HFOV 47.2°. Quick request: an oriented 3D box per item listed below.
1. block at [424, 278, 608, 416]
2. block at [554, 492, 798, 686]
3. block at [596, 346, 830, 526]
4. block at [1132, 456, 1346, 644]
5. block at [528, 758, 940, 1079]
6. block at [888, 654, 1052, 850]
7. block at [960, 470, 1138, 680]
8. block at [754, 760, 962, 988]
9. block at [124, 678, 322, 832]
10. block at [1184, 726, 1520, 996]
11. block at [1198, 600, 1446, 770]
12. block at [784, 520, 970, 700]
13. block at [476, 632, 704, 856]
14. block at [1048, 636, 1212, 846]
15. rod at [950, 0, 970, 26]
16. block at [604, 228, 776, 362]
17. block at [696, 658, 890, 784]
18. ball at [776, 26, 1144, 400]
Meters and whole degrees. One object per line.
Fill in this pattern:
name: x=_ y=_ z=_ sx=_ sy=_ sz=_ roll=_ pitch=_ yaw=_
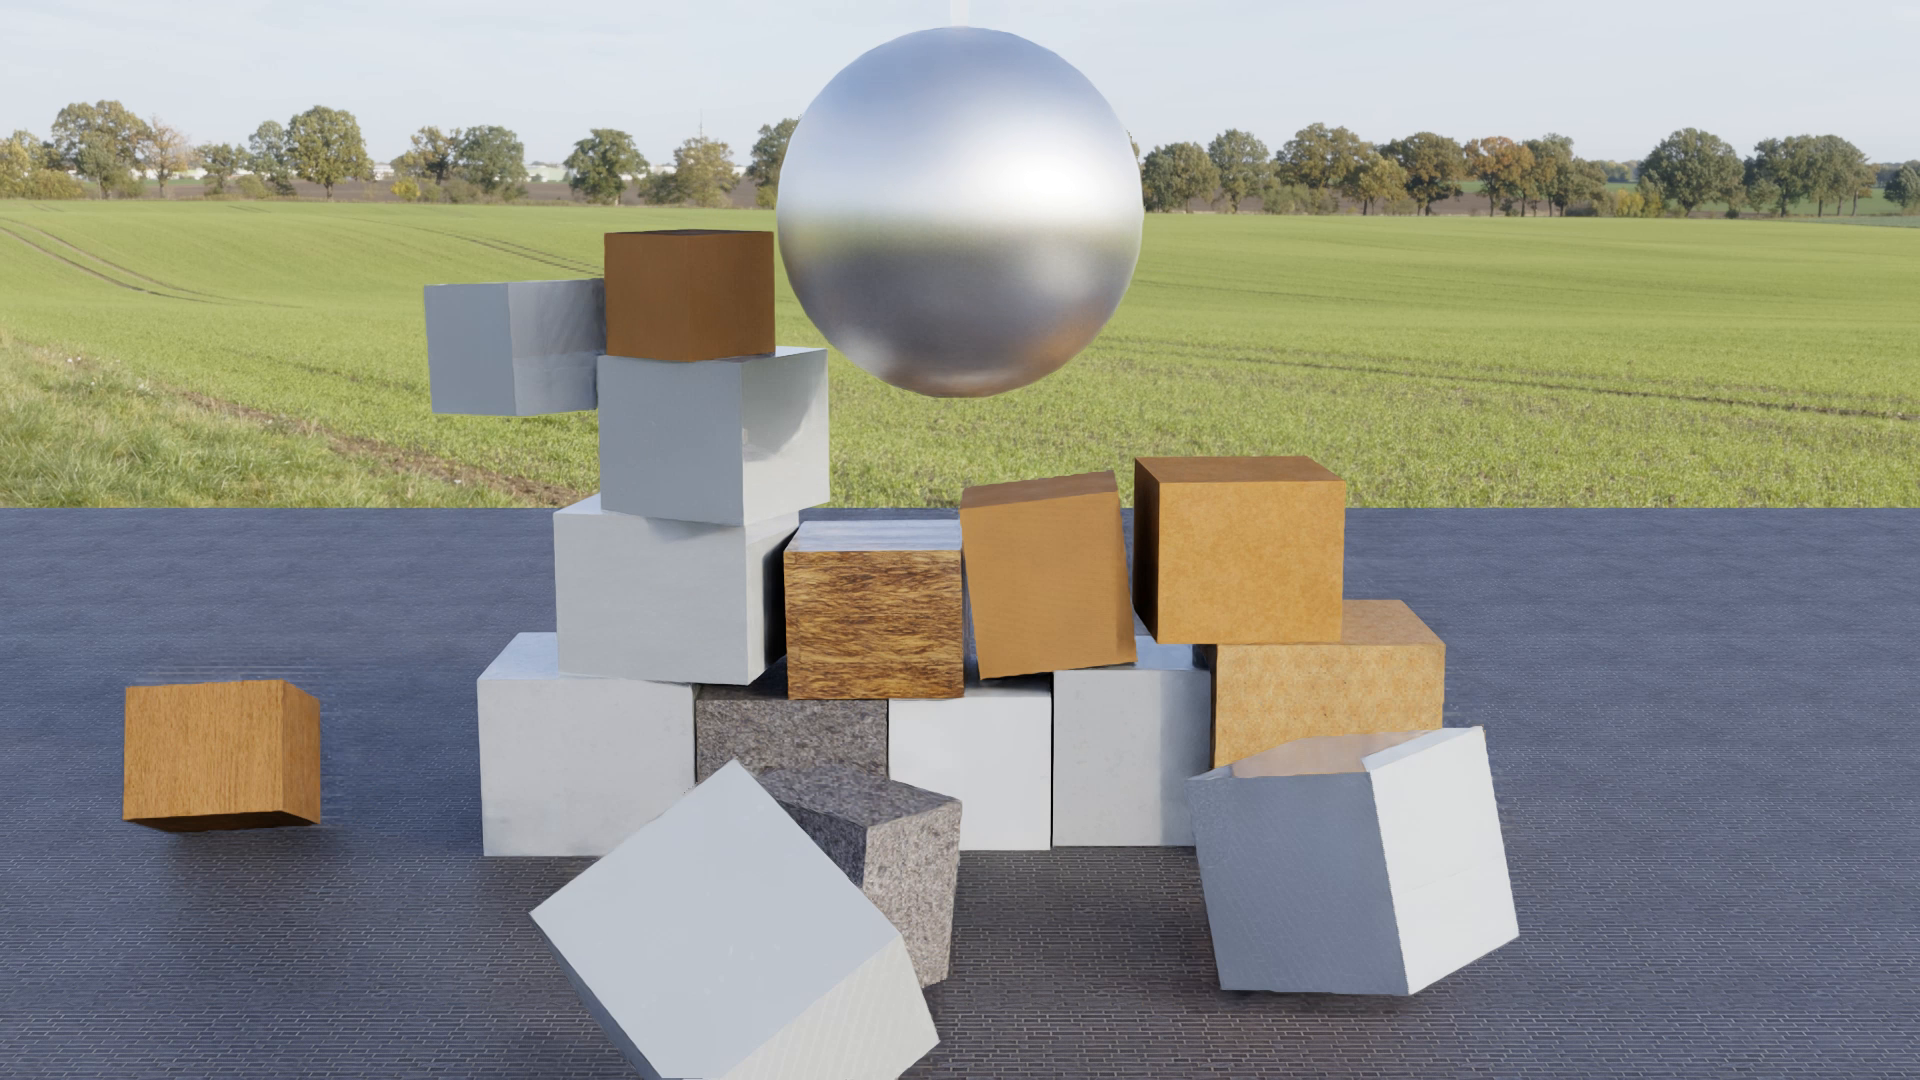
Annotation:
block: x=-2.136 y=-0.969 z=10.962 sx=0.716 sy=0.636 sz=0.733 roll=5 pitch=10 yaw=43
block: x=-1.410 y=0.203 z=11.133 sx=0.971 sy=0.813 sz=0.953 roll=2 pitch=10 yaw=11
block: x=-1.202 y=-0.542 z=10.805 sx=0.822 sy=0.768 sz=0.795 roll=5 pitch=12 yaw=27
block: x=1.389 y=0.034 z=11.121 sx=0.907 sy=0.797 sz=0.873 roll=-1 pitch=10 yaw=-4
block: x=-0.746 y=1.483 z=7.434 sx=0.854 sy=0.785 sz=0.930 roll=-37 pitch=54 yaw=-18
block: x=0.050 y=1.085 z=11.395 sx=0.804 sy=0.789 sz=0.911 roll=0 pitch=10 yaw=0
block: x=0.450 y=0.163 z=11.175 sx=0.784 sy=0.859 sz=0.728 roll=-7 pitch=10 yaw=3
block: x=-0.514 y=1.437 z=9.243 sx=0.764 sy=0.783 sz=0.630 roll=12 pitch=11 yaw=36
block: x=-3.673 y=1.090 z=11.008 sx=0.754 sy=0.641 sz=0.762 roll=-3 pitch=-12 yaw=-3
block: x=1.636 y=1.328 z=9.186 sx=0.921 sy=0.890 sz=0.869 roll=-9 pitch=2 yaw=44
block: x=1.810 y=0.946 z=11.347 sx=1.113 sy=1.078 sz=1.076 roll=0 pitch=10 yaw=0
block: x=-0.403 y=0.340 z=11.213 sx=0.867 sy=0.743 sz=0.869 roll=-1 pitch=10 yaw=3
block: x=-1.840 y=1.033 z=11.360 sx=1.051 sy=0.903 sz=1.046 roll=0 pitch=10 yaw=0
block: x=0.855 y=1.023 z=11.387 sx=0.780 sy=0.902 sz=0.822 roll=0 pitch=10 yaw=0
rod: x=0.000 y=-4.810 z=9.716 sx=0.080 sy=5.200 sz=0.080 roll=0 pitch=-3 yaw=0
block: x=-1.297 y=-1.189 z=10.590 sx=0.536 sy=0.582 sz=0.610 roll=7 pitch=13 yaw=36
block: x=-0.832 y=1.093 z=11.376 sx=0.941 sy=0.779 sz=0.930 roll=0 pitch=10 yaw=0
ball: x=0.000 y=-1.414 z=9.563 sx=1.600 sy=1.600 sz=1.600 roll=0 pitch=10 yaw=0
